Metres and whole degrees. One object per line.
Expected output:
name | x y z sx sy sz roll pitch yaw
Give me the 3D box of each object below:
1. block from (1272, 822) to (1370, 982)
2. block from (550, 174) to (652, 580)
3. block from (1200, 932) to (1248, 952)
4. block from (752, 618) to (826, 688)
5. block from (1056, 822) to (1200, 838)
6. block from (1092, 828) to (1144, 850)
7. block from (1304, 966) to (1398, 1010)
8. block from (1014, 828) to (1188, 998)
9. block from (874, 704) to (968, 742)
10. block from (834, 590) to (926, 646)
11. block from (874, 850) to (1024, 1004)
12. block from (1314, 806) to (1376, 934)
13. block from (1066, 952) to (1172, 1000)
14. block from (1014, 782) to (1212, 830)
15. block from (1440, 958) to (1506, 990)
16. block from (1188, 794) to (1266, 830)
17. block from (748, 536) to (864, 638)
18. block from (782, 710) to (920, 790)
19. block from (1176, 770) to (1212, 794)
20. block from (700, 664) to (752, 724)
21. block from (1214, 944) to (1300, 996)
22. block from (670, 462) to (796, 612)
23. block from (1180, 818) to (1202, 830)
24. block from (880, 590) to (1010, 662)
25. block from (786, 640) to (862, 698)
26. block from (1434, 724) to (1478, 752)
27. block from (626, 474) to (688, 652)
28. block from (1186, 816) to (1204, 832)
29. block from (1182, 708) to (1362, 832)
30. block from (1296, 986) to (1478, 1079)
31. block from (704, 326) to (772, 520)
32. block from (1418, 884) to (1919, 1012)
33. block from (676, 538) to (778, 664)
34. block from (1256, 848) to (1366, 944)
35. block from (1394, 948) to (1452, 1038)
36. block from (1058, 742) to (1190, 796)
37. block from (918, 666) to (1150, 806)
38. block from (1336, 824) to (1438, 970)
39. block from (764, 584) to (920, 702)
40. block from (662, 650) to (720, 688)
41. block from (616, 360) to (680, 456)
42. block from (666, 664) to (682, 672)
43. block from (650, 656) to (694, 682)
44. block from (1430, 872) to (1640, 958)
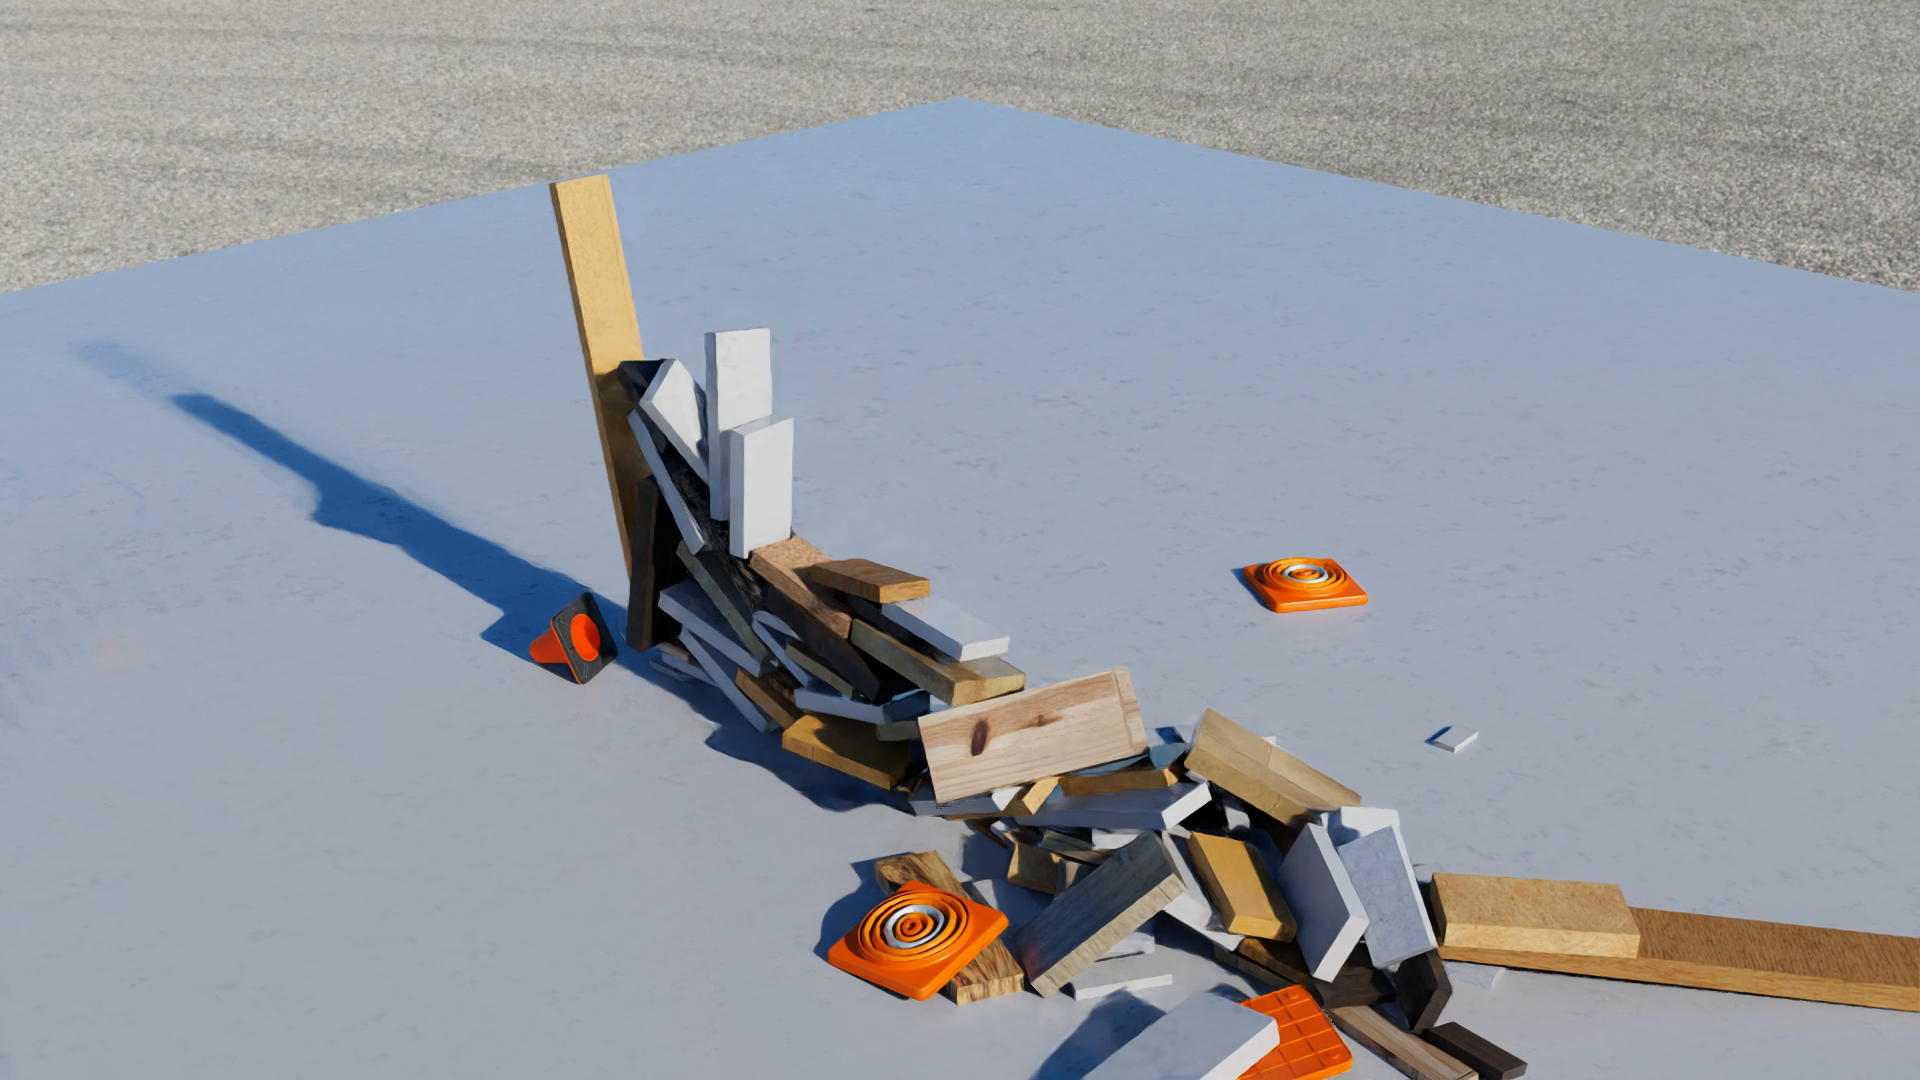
block | 0.634 0.636 3.883 0.039 0.136 0.284 20 22 -17
block | -0.759 -0.324 4.931 0.127 0.975 0.036 -18 16 -32
block | 0.479 0.697 4.032 0.089 0.025 0.178 -14 19 -23
block | -0.338 0.226 4.632 0.103 0.029 0.206 -14 46 -39
block | 0.327 0.564 4.302 0.252 0.036 0.126 11 12 35
block | 0.310 0.520 4.313 0.098 0.028 0.417 -2 12 4
block | 0.676 0.774 3.806 0.145 0.021 0.072 -1 31 -21
block | 0.246 0.661 3.906 0.318 0.045 0.159 -39 24 7
block | -0.023 0.361 4.420 0.264 0.037 0.132 -7 7 25
block | -0.131 0.141 4.448 0.122 0.035 0.244 -8 27 -41
block | -0.026 0.706 4.050 0.126 0.036 0.447 -8 24 -19
block | 0.727 0.601 3.990 0.112 0.032 0.223 -5 66 -18
block | 0.279 0.775 3.909 0.180 0.021 0.072 -7 24 -15
block | 0.284 0.504 4.194 0.127 0.036 0.422 -28 13 -37
block | 0.893 0.759 3.945 0.151 0.021 0.076 13 26 28
block | 0.541 0.539 4.356 0.164 0.082 0.023 2 44 -15
block | -0.288 0.096 4.560 0.281 0.040 0.140 35 33 26
block | -0.216 0.418 4.484 0.264 0.037 0.132 18 35 28
block | 0.385 0.447 4.431 0.273 0.039 0.136 31 3 27
block | -0.482 0.314 4.872 0.097 0.027 0.194 -22 59 -40
block | 0.555 0.754 3.950 0.178 0.025 0.089 20 30 40
block | -0.455 -0.025 4.686 0.175 0.050 0.351 -19 71 -44
block | 0.413 0.573 4.345 0.119 0.017 0.059 12 54 37
block | -0.030 0.167 4.323 0.122 0.035 0.244 -9 27 -41
block | -0.253 0.256 4.538 0.103 0.029 0.206 -18 36 -42
block | 1.068 0.428 4.735 0.050 0.014 0.099 19 30 38
block | -0.650 0.035 4.889 0.048 0.426 0.170 30 36 30
block | 0.469 0.555 4.424 0.164 0.023 0.082 -21 31 -40
block | 0.590 0.453 4.139 0.339 0.048 0.170 30 24 2
block | 0.724 0.843 3.747 0.076 0.021 0.355 -15 27 -32
block | -0.461 -0.244 4.604 0.140 0.392 0.040 -11 16 -42
block | 1.314 0.730 3.919 1.014 0.047 0.167 5 23 6
block | -0.451 0.109 4.779 0.170 0.048 0.339 -19 58 -39
block | 0.674 0.663 4.067 0.318 0.045 0.159 14 24 5
block | 0.799 0.767 3.799 0.028 0.098 0.195 23 16 -5
block | 0.328 0.441 4.236 0.254 0.036 0.127 -11 13 41
block | 0.140 0.375 4.213 0.415 0.170 0.048 -14 -13 0
block | 0.748 0.625 3.857 0.112 0.223 0.032 -28 -30 25
block | -0.223 0.194 4.524 0.175 0.050 0.351 -14 43 -45
block | -0.575 0.275 4.976 0.193 0.027 0.097 20 32 39
block | -0.631 -0.288 4.732 0.127 0.036 0.254 -6 50 -37
block | -0.607 0.284 5.014 0.117 0.017 0.059 17 31 36
block | -0.654 0.292 5.052 0.117 0.017 0.059 20 30 39
block | 1.019 0.666 3.912 0.335 0.047 0.167 4 23 1
